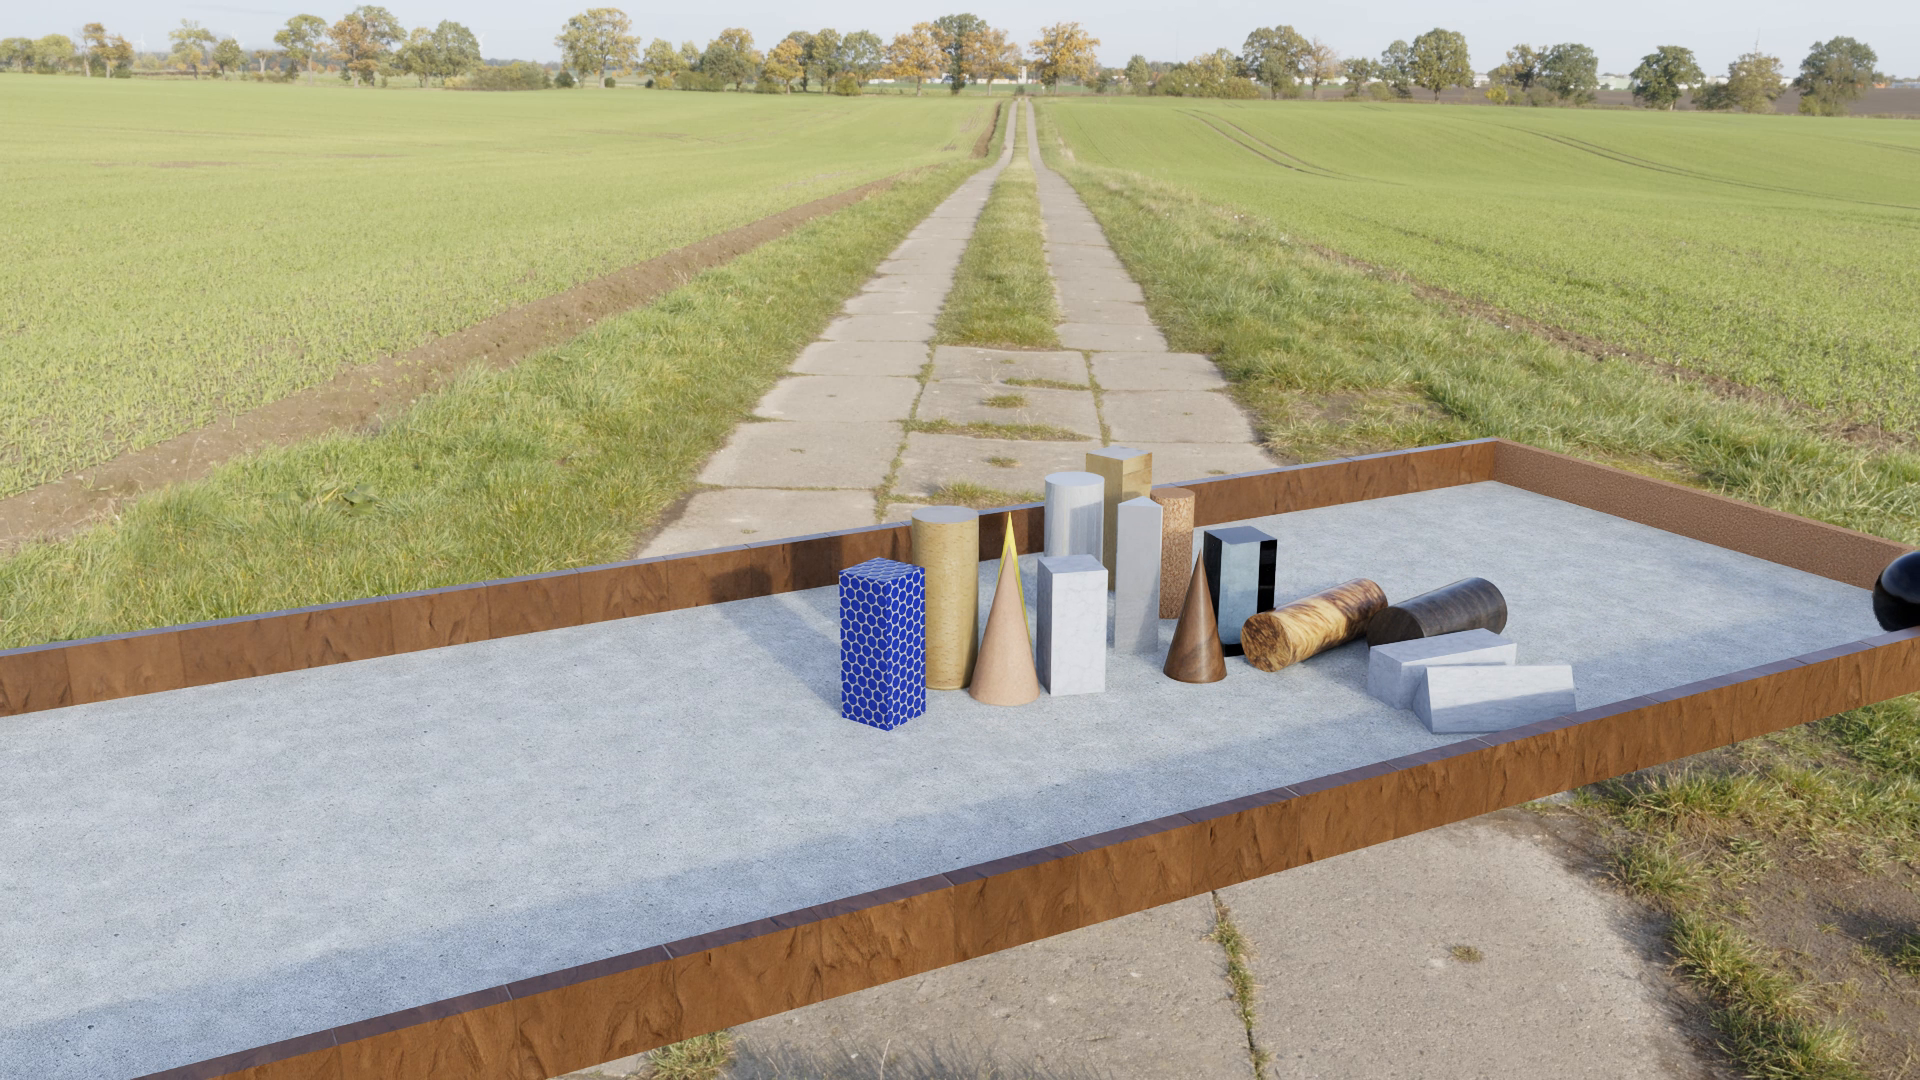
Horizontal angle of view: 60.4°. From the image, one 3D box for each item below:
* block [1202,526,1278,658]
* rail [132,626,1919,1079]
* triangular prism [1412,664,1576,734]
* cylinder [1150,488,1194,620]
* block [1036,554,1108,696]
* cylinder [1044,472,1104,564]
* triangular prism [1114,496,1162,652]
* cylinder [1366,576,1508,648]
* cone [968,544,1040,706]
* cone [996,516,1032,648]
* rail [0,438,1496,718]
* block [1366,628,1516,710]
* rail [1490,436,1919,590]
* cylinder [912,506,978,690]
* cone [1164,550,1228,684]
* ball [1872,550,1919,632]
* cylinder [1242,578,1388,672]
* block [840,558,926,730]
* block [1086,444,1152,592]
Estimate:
[{"bbox_3d":[0.733,0.134,4.352,0.139,0.308,0.139,-6,17,-20],"label":"block"},{"bbox_3d":[-2.336,1.006,1.665,12.000,0.150,0.050,-9,18,-27],"label":"rail"},{"bbox_3d":[1.261,0.359,3.880,0.343,0.135,0.156,-1,16,-3],"label":"triangular prism"},{"bbox_3d":[0.588,0.036,4.613,0.124,0.348,0.124,0,16,0],"label":"cylinder"},{"bbox_3d":[0.275,0.209,4.084,0.138,0.315,0.138,-4,17,-12],"label":"block"},{"bbox_3d":[0.316,0.019,4.598,0.165,0.391,0.165,0,16,0],"label":"cylinder"},{"bbox_3d":[0.474,0.088,4.352,0.115,0.396,0.100,3,17,11],"label":"triangular prism"},{"bbox_3d":[1.243,0.220,4.290,0.379,0.176,0.176,-14,21,-40],"label":"cylinder"},{"bbox_3d":[0.114,0.190,4.009,0.177,0.389,0.177,1,17,0],"label":"cone"},{"bbox_3d":[0.129,0.104,4.335,0.122,0.375,0.122,0,16,0],"label":"cone"},{"bbox_3d":[-3.305,0.497,3.399,12.000,0.150,0.050,-9,18,-27],"label":"rail"},{"bbox_3d":[1.186,0.316,4.062,0.346,0.123,0.123,-7,18,-22],"label":"block"},{"bbox_3d":[2.466,-0.048,5.253,0.050,0.150,2.100,-9,18,-27],"label":"rail"},{"bbox_3d":[-0.036,0.143,4.103,0.166,0.431,0.166,0,16,0],"label":"cylinder"},{"bbox_3d":[0.600,0.178,4.162,0.163,0.331,0.163,0,16,0],"label":"cone"},{"bbox_3d":[2.557,0.156,4.349,0.267,0.267,0.267,0,16,0],"label":"ball"},{"bbox_3d":[0.937,0.219,4.337,0.441,0.153,0.153,-15,22,-41],"label":"cylinder"},{"bbox_3d":[-0.181,0.243,3.883,0.141,0.364,0.141,12,20,35],"label":"block"},{"bbox_3d":[0.464,-0.064,4.866,0.138,0.399,0.138,15,22,41],"label":"block"}]
